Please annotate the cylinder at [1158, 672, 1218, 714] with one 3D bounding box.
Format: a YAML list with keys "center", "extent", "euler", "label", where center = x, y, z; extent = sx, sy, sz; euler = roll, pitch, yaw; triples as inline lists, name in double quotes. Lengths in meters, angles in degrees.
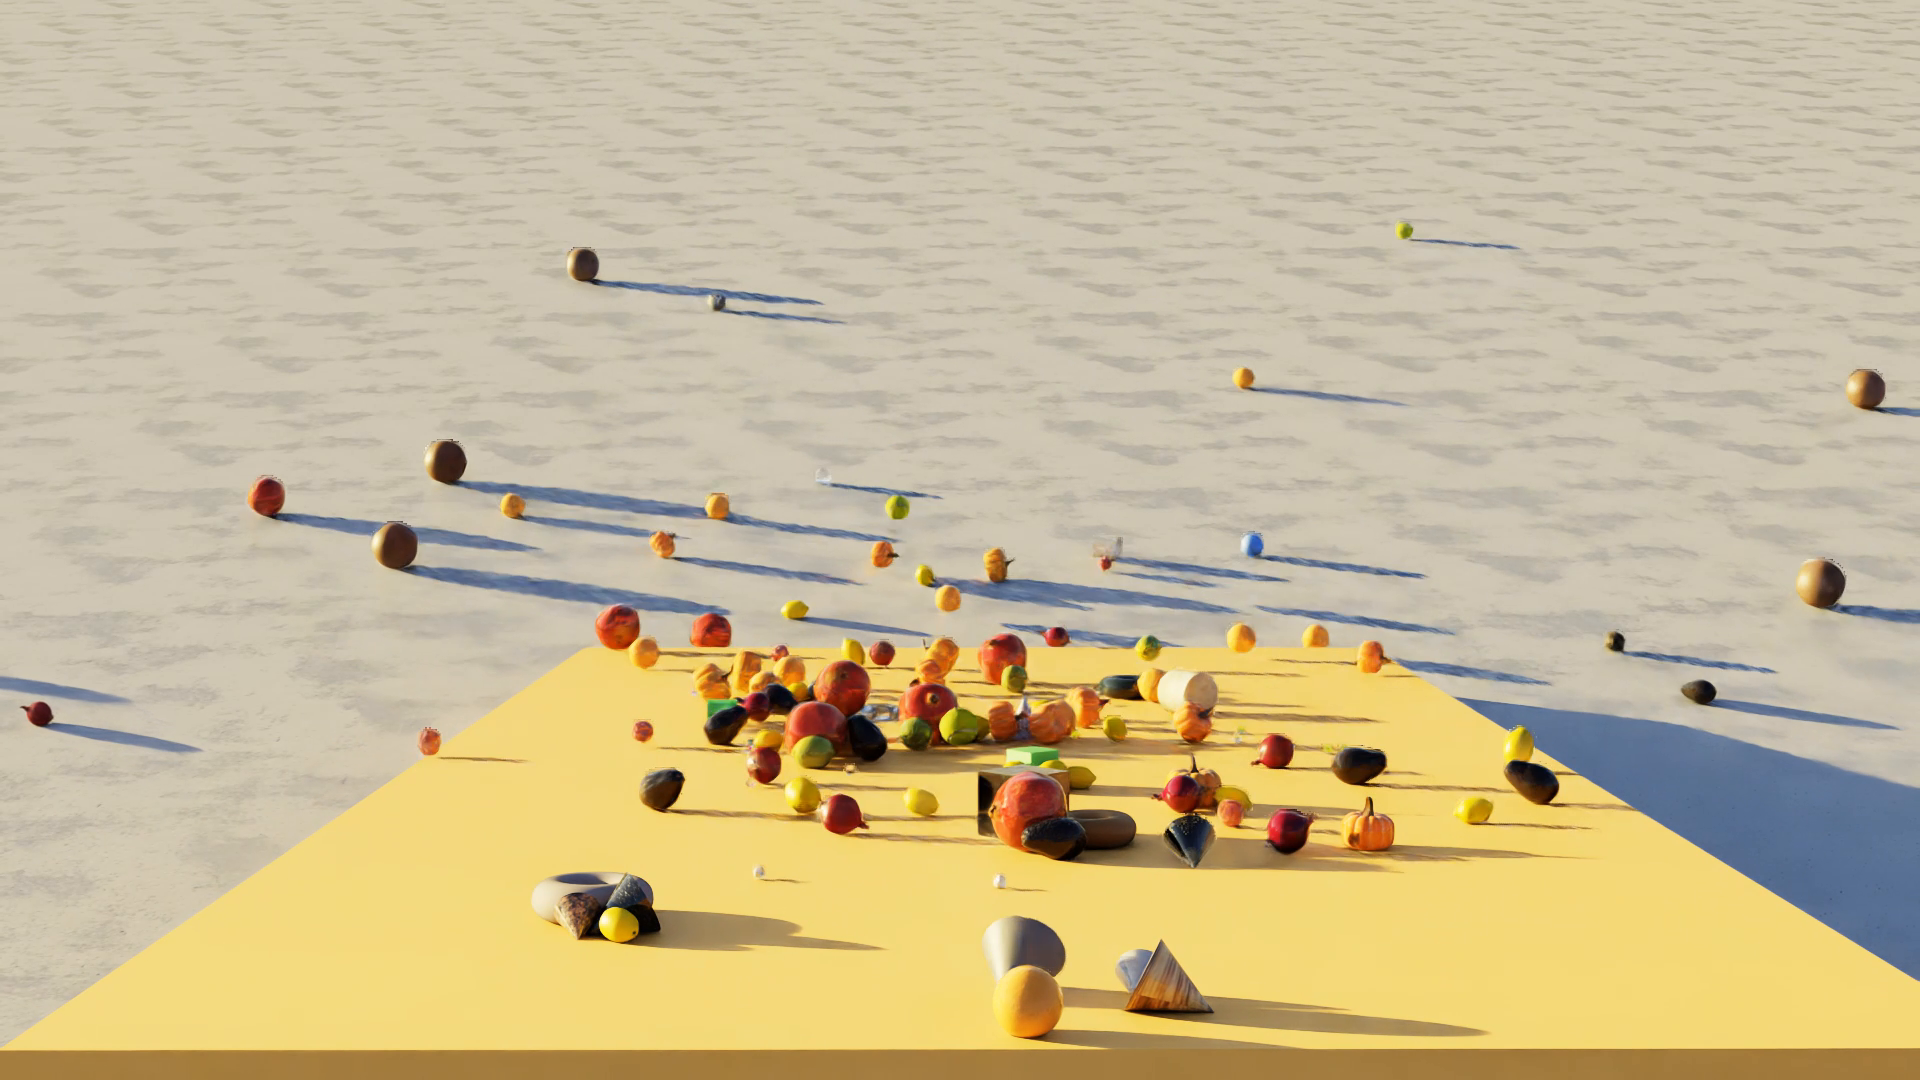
- center: [0.458, 0.308, 5.174]
  extent: [0.086, 0.086, 0.086]
  euler: [-15, 7, -35]
  label: "cylinder"

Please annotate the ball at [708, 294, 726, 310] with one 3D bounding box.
- center: [-0.929, -0.909, 9.819]
  extent: [0.067, 0.067, 0.067]
  euler: [0, 21, 0]
  label: "ball"

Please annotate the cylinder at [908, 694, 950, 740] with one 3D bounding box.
- center: [-0.058, 0.332, 4.837]
  extent: [0.077, 0.077, 0.077]
  euler: [0, 3, 0]
  label: "cylinder"

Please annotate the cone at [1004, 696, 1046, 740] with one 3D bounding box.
- center: [0.121, 0.332, 4.830]
  extent: [0.078, 0.078, 0.078]
  euler: [0, 3, 0]
  label: "cone"

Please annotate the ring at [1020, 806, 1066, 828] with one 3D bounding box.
- center: [0.126, 0.415, 3.843]
  extent: [0.075, 0.025, 0.075]
  euler: [-1, 4, 0]
  label: "ring"

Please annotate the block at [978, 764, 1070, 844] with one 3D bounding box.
- center: [0.093, 0.385, 3.755]
  extent: [0.095, 0.095, 0.095]
  euler: [-3, 5, -45]
  label: "block"

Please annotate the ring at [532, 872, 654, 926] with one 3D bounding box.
- center: [-0.452, 0.441, 3.164]
  extent: [0.150, 0.050, 0.150]
  euler: [1, 2, 0]
  label: "ring"

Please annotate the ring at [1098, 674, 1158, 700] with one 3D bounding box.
- center: [0.360, 0.313, 5.466]
  extent: [0.131, 0.044, 0.131]
  euler: [1, 2, 0]
  label: "ring"

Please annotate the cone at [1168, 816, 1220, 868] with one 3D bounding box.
- center: [0.318, 0.429, 3.527]
  extent: [0.072, 0.072, 0.072]
  euler: [4, 45, 9]
  label: "cone"

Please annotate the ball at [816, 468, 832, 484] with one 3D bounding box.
- center: [-0.424, -0.198, 7.968]
  extent: [0.050, 0.050, 0.050]
  euler: [0, 21, 0]
  label: "ball"

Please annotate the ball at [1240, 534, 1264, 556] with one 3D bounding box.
- center: [0.839, 0.015, 7.386]
  extent: [0.065, 0.065, 0.065]
  euler: [0, 21, 0]
  label: "ball"

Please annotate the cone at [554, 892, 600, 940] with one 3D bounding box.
- center: [-0.455, 0.459, 3.060]
  extent: [0.056, 0.056, 0.056]
  euler: [-3, 30, -7]
  label: "cone"

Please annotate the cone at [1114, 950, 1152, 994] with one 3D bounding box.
- center: [0.193, 0.477, 2.740]
  extent: [0.057, 0.057, 0.057]
  euler: [2, 30, 5]
  label: "cone"

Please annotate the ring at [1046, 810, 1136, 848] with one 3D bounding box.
- center: [0.189, 0.415, 3.688]
  extent: [0.130, 0.043, 0.130]
  euler: [-1, 3, 0]
  label: "ring"

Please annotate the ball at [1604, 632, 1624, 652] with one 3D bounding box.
- center: [1.717, 0.267, 6.738]
  extent: [0.052, 0.052, 0.052]
  euler: [0, 21, 0]
  label: "ball"

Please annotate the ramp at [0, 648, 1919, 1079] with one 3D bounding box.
- center: [0.048, 0.438, 4.532]
  extent: [2.000, 0.100, 4.000]
  euler: [0, 3, 0]
  label: "ramp"

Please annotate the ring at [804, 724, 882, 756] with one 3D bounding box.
- center: [-0.210, 0.359, 4.619]
  extent: [0.143, 0.048, 0.143]
  euler: [1, 3, 0]
  label: "ring"

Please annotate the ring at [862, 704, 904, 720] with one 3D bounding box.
- center: [-0.154, 0.341, 5.108]
  extent: [0.083, 0.028, 0.083]
  euler: [1, 3, 0]
  label: "ring"

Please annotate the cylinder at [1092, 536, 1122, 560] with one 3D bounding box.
- center: [0.421, 0.023, 7.366]
  extent: [0.063, 0.063, 0.063]
  euler: [11, 23, 24]
  label: "cylinder"

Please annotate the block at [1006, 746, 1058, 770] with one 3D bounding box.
- center: [0.119, 0.375, 4.227]
  extent: [0.061, 0.061, 0.061]
  euler: [-3, 4, -40]
  label: "block"
